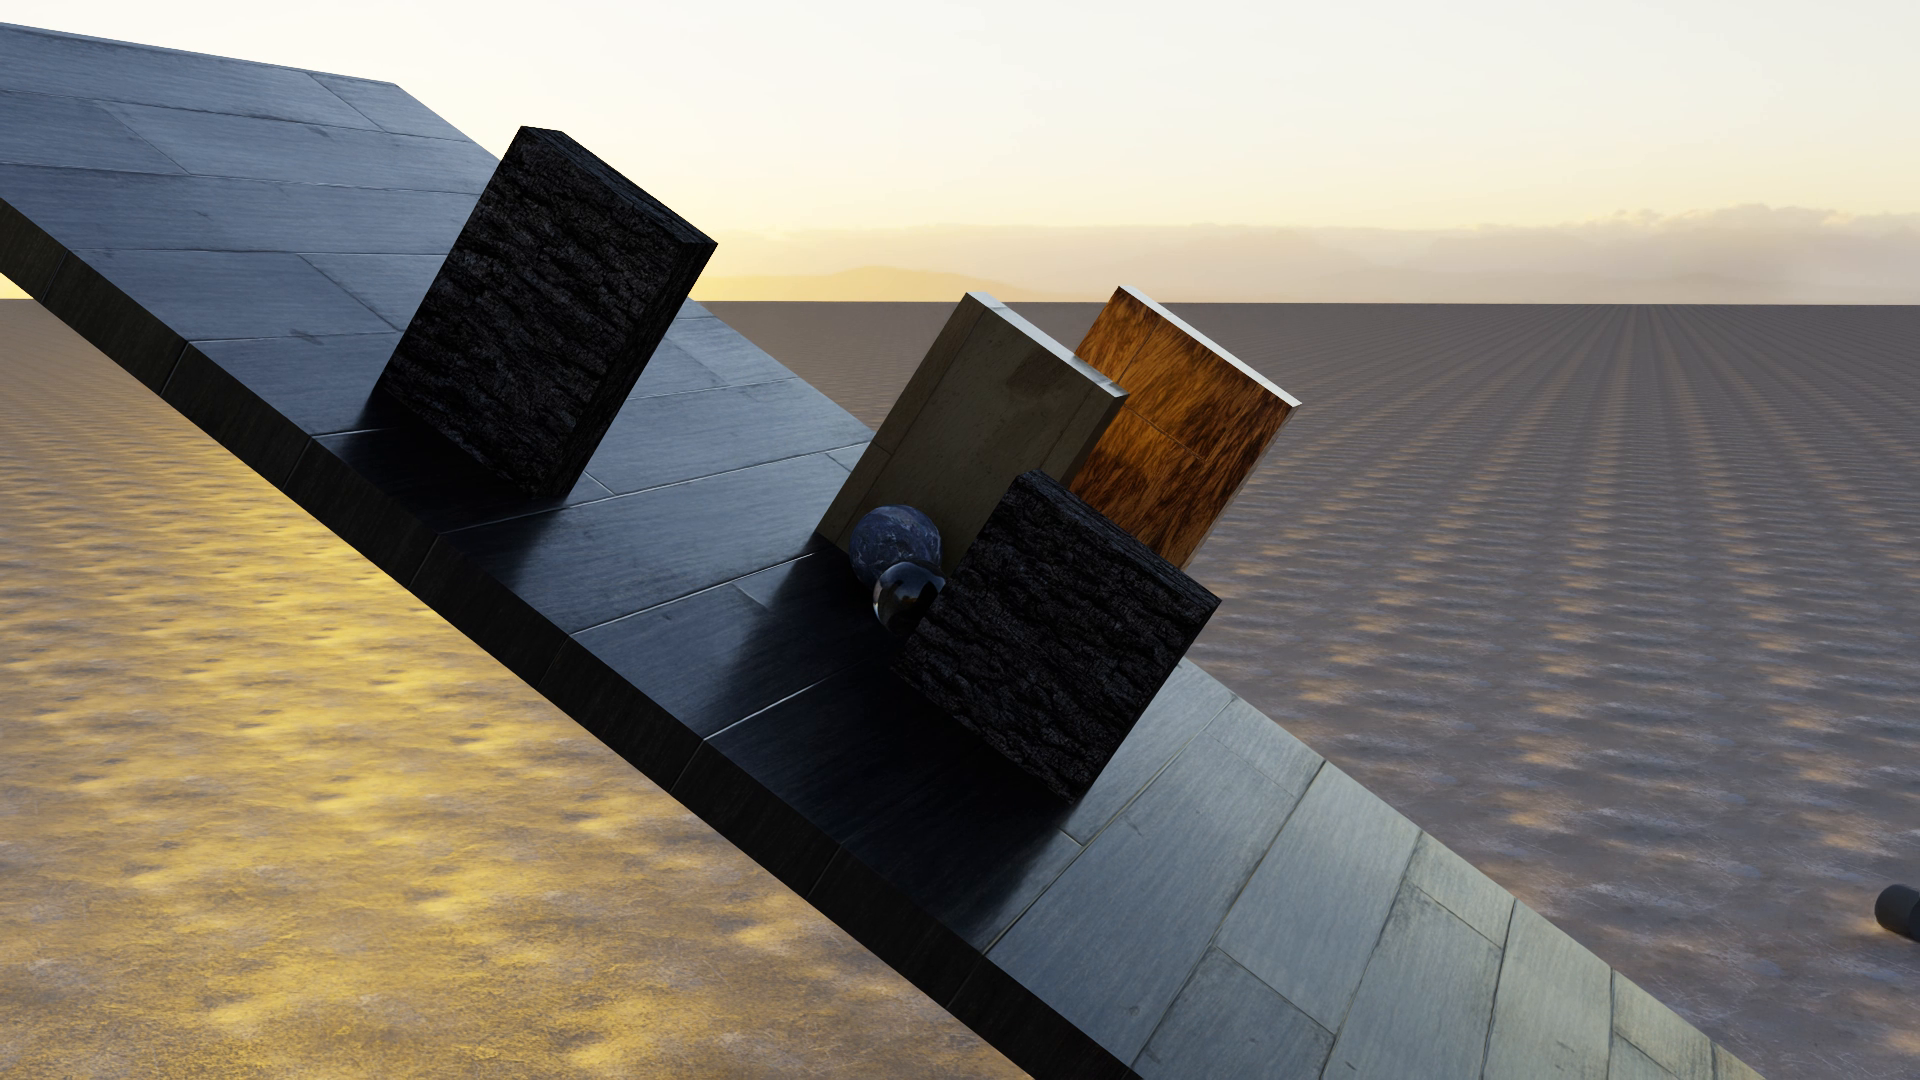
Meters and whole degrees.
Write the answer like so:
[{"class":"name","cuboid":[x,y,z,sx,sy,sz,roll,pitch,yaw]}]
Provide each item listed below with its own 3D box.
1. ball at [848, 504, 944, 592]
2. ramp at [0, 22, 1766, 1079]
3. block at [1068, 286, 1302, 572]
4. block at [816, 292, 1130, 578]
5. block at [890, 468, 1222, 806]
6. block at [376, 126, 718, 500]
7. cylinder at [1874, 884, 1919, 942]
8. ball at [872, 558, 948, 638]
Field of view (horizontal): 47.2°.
[{"class":"ball","cuboid":[-0.120,0.021,4.099,0.176,0.176,0.176,0,7,0]},{"class":"ramp","cuboid":[-0.115,0.197,4.094,4.000,0.100,2.000,36,15,10]},{"class":"block","cuboid":[0.355,-0.150,4.695,0.443,0.644,0.125,36,15,10]},{"class":"block","cuboid":[0.021,-0.148,4.195,0.344,0.548,0.127,36,15,10]},{"class":"block","cuboid":[0.164,0.163,3.788,0.393,0.411,0.145,36,15,10]},{"class":"block","cuboid":[-0.671,-0.367,3.568,0.332,0.493,0.139,36,15,10]},{"class":"cylinder","cuboid":[2.659,1.046,6.153,0.130,0.130,0.130,-2,7,-18]},{"class":"ball","cuboid":[-0.085,0.105,3.966,0.147,0.147,0.147,0,7,0]}]
